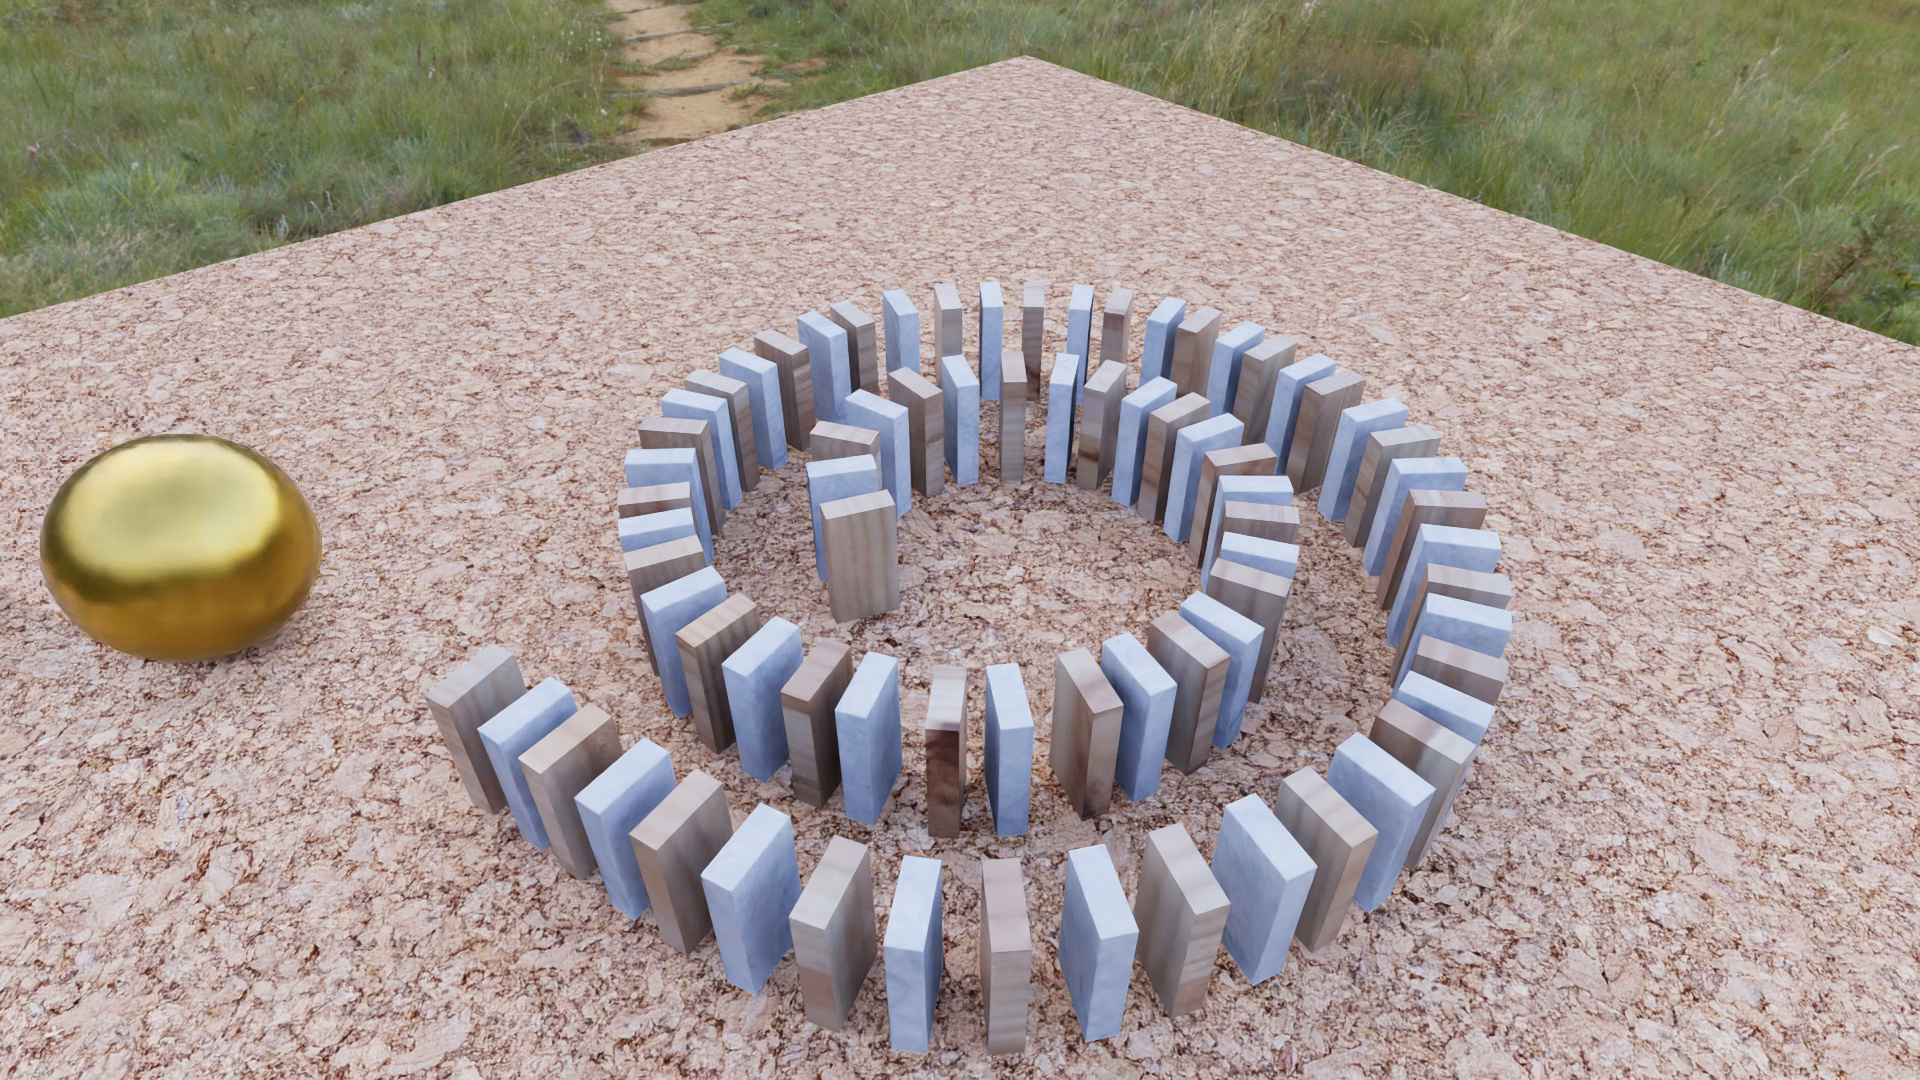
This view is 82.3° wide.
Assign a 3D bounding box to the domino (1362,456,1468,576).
[{"bbox_3d":[0.174,-0.008,0.422,0.025,0.050,0.009,-2,39,-2],"label":"domino"}]

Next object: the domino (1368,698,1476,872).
[{"bbox_3d":[0.130,0.072,0.323,0.025,0.050,0.009,32,49,33],"label":"domino"}]

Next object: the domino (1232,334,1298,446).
[{"bbox_3d":[0.134,-0.064,0.489,0.025,0.050,0.010,-28,47,-30],"label":"domino"}]

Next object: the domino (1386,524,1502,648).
[{"bbox_3d":[0.170,0.018,0.389,0.025,0.050,0.009,7,40,8],"label":"domino"}]

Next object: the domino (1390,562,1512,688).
[{"bbox_3d":[0.165,0.032,0.372,0.025,0.050,0.009,11,41,13],"label":"domino"}]

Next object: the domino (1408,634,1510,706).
[{"bbox_3d":[0.150,0.055,0.345,0.025,0.050,0.010,19,43,21],"label":"domino"}]

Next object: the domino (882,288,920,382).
[{"bbox_3d":[-0.027,-0.090,0.522,0.009,0.050,0.025,-13,41,-15],"label":"domino"}]

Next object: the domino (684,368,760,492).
[{"bbox_3d":[-0.101,-0.046,0.468,0.025,0.050,0.010,18,43,21],"label":"domino"}]

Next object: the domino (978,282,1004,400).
[{"bbox_3d":[0.015,-0.095,0.528,0.010,0.050,0.025,-2,39,-2],"label":"domino"}]

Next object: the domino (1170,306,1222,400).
[{"bbox_3d":[0.108,-0.080,0.509,0.010,0.050,0.025,26,46,28],"label":"domino"}]

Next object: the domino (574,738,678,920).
[{"bbox_3d":[-0.091,0.082,0.311,0.009,0.050,0.025,23,45,26],"label":"domino"}]

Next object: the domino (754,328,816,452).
[{"bbox_3d":[-0.078,-0.067,0.493,0.025,0.050,0.009,29,48,31],"label":"domino"}]

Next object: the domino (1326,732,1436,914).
[{"bbox_3d":[0.115,0.081,0.313,0.009,0.050,0.025,-26,46,-28],"label":"domino"}]

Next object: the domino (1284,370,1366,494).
[{"bbox_3d":[0.154,-0.045,0.467,0.025,0.050,0.010,-20,44,-23],"label":"domino"}]

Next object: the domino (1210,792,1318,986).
[{"bbox_3d":[0.079,0.095,0.296,0.009,0.050,0.025,-17,42,-20],"label":"domino"}]

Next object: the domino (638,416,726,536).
[{"bbox_3d":[-0.111,-0.025,0.442,0.025,0.050,0.010,5,40,6],"label":"domino"}]

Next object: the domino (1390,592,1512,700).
[{"bbox_3d":[0.160,0.042,0.360,0.025,0.050,0.009,14,41,16],"label":"domino"}]

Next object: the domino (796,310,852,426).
[{"bbox_3d":[-0.062,-0.077,0.505,0.009,0.050,0.025,-29,47,-30],"label":"domino"}]

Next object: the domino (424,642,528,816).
[{"bbox_3d":[-0.144,0.059,0.340,0.009,0.050,0.025,20,43,22],"label":"domino"}]

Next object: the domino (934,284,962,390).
[{"bbox_3d":[-0.006,-0.094,0.526,0.010,0.050,0.025,-6,40,-7],"label":"domino"}]

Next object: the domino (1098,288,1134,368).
[{"bbox_3d":[0.073,-0.091,0.522,0.010,0.050,0.025,11,41,13],"label":"domino"}]

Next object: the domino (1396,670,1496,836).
[{"bbox_3d":[0.140,0.065,0.332,0.025,0.050,0.010,25,45,27],"label":"domino"}]

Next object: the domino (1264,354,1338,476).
[{"bbox_3d":[0.146,-0.054,0.477,0.025,0.050,0.009,-24,45,-26],"label":"domino"}]

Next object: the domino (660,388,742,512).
[{"bbox_3d":[-0.107,-0.037,0.457,0.025,0.050,0.010,13,41,15],"label":"domino"}]

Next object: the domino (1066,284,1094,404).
[{"bbox_3d":[0.057,-0.093,0.525,0.009,0.050,0.025,7,40,8],"label":"domino"}]

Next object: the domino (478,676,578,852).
[{"bbox_3d":[-0.124,0.067,0.329,0.009,0.050,0.025,24,45,27],"label":"domino"}]

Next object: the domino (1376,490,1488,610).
[{"bbox_3d":[0.173,0.005,0.406,0.025,0.050,0.010,3,39,4],"label":"domino"}]

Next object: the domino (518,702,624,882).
[{"bbox_3d":[-0.109,0.074,0.321,0.009,0.050,0.025,24,45,27],"label":"domino"}]

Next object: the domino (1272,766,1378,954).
[{"bbox_3d":[0.097,0.089,0.303,0.009,0.050,0.025,-21,44,-23],"label":"domino"}]

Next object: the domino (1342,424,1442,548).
[{"bbox_3d":[0.171,-0.021,0.437,0.025,0.050,0.010,-9,40,-11],"label":"domino"}]

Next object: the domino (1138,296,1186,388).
[{"bbox_3d":[0.094,-0.085,0.516,0.009,0.050,0.025,19,43,22],"label":"domino"}]

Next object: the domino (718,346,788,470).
[{"bbox_3d":[-0.090,-0.057,0.481,0.025,0.050,0.010,24,45,26],"label":"domino"}]

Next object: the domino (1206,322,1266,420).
[{"bbox_3d":[0.123,-0.071,0.498,0.010,0.050,0.025,32,49,33],"label":"domino"}]

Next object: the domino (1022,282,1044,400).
[{"bbox_3d":[0.034,-0.095,0.527,0.010,0.050,0.025,2,39,3],"label":"domino"}]

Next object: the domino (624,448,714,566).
[{"bbox_3d":[-0.112,-0.012,0.426,0.025,0.050,0.010,-2,39,-2],"label":"domino"}]

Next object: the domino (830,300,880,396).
[{"bbox_3d":[-0.049,-0.083,0.513,0.009,0.050,0.025,-23,45,-26],"label":"domino"}]

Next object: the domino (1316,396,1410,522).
[{"bbox_3d":[0.165,-0.032,0.451,0.025,0.050,0.010,-15,42,-17],"label":"domino"}]

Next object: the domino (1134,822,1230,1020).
[{"bbox_3d":[0.057,0.100,0.289,0.009,0.050,0.025,-13,41,-15],"label":"domino"}]
